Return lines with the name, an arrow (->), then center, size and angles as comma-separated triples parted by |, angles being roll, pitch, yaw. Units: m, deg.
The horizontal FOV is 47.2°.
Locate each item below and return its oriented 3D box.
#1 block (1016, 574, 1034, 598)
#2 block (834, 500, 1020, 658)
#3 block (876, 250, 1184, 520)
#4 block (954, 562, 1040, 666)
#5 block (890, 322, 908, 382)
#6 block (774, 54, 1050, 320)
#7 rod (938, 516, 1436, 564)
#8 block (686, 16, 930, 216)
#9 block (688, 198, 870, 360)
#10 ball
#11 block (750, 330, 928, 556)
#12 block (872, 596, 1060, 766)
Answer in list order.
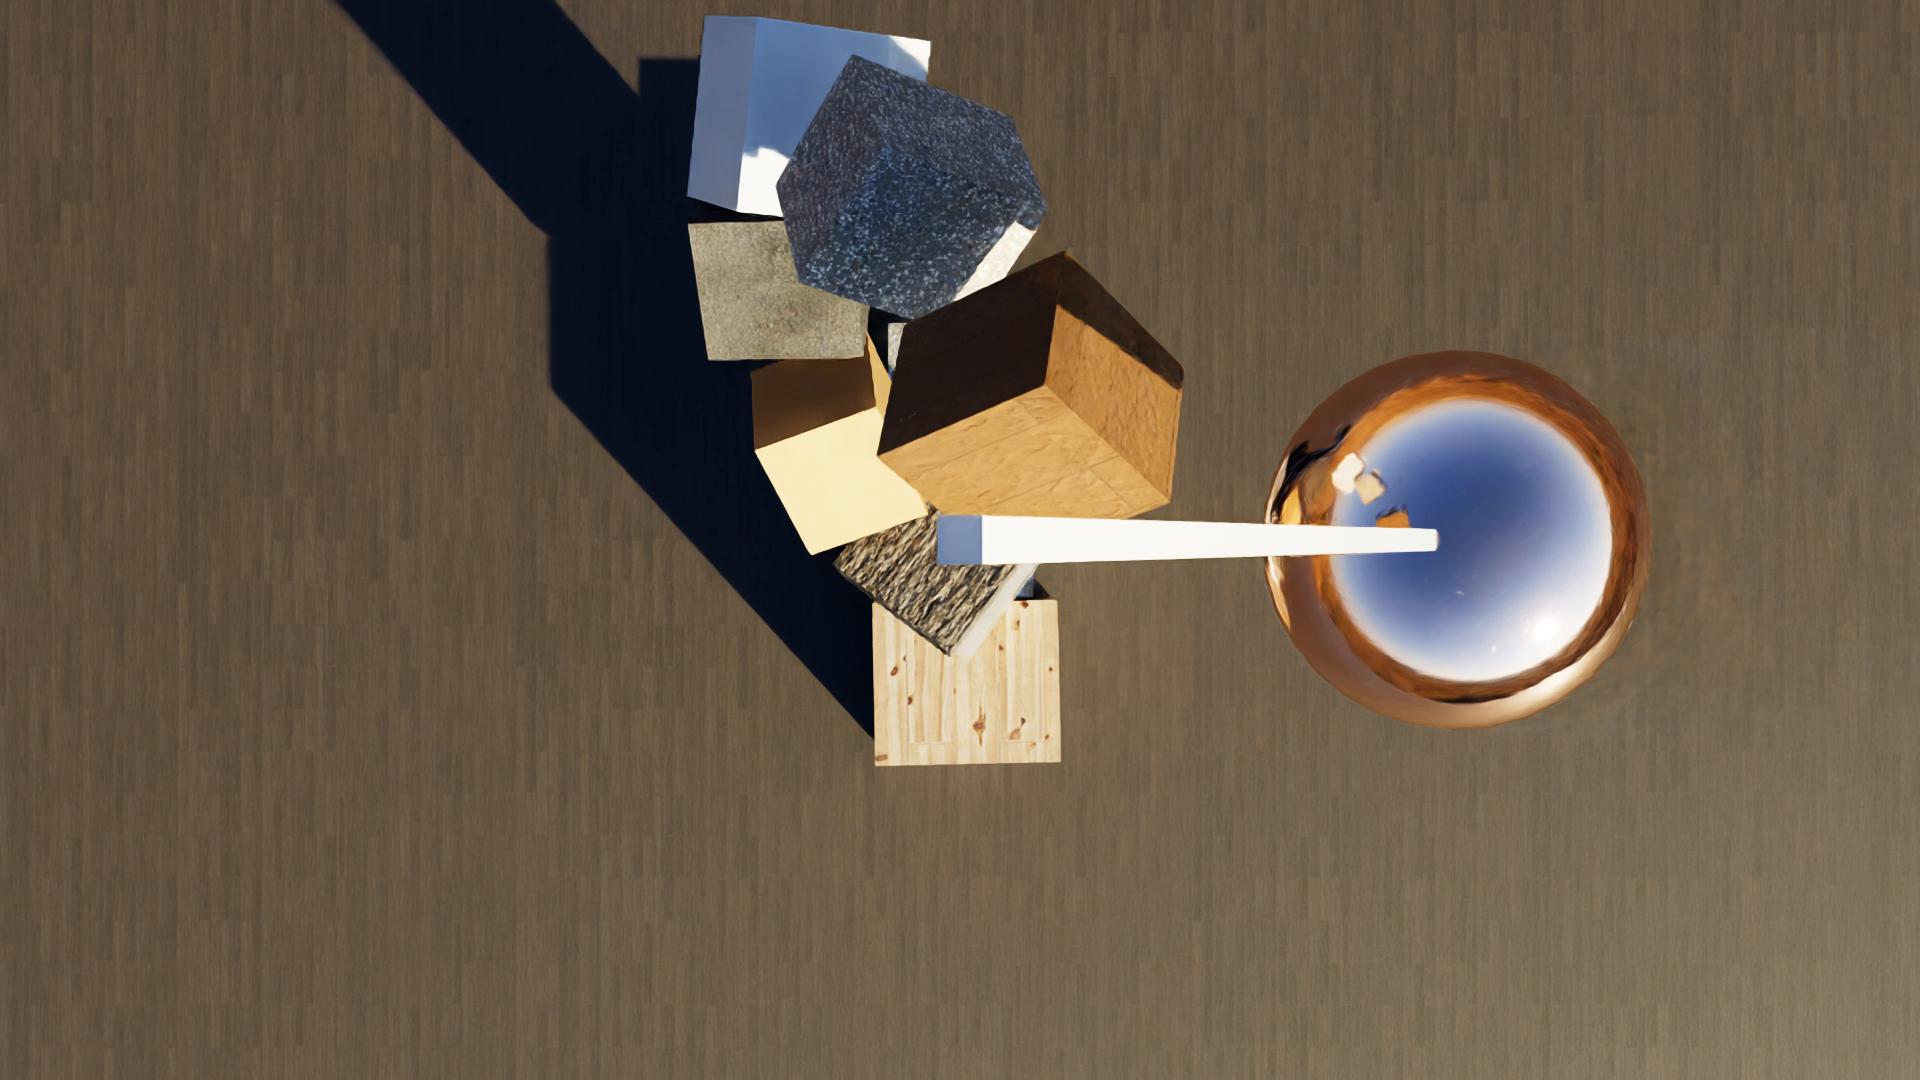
block -> -0.015, -0.102, 12.623 | 0.852, 0.754, 0.844 | 0, 90, 0
block -> -0.126, 0.088, 10.964 | 0.710, 0.616, 0.686 | 37, 86, 3
block -> 0.241, -0.421, 7.200 | 0.688, 0.573, 0.657 | -21, 134, 35
block -> -0.029, 0.099, 11.665 | 0.748, 0.783, 0.825 | 36, 85, 3
block -> 0.017, -0.875, 12.630 | 0.825, 0.739, 0.682 | 0, 90, 0
block -> -0.184, -1.222, 7.847 | 0.678, 0.586, 0.600 | 16, 128, -29
rod -> 0.899, 0.000, 6.061 | 0.080, 5.200, 0.080 | 0, 90, 20
block -> -0.608, -1.646, 8.637 | 0.692, 0.718, 0.717 | 3, 102, -23
block -> -0.784, -1.283, 9.819 | 0.698, 0.621, 0.719 | -1, 131, 3
ball -> 2.074, 0.000, 9.251 | 1.600, 1.600, 1.600 | 0, 90, 0
block -> -0.574, -0.461, 10.398 | 0.593, 0.638, 0.671 | -19, 128, 8
block -> 0.035, 0.782, 12.517 | 1.014, 0.965, 0.887 | -1, 90, 0
